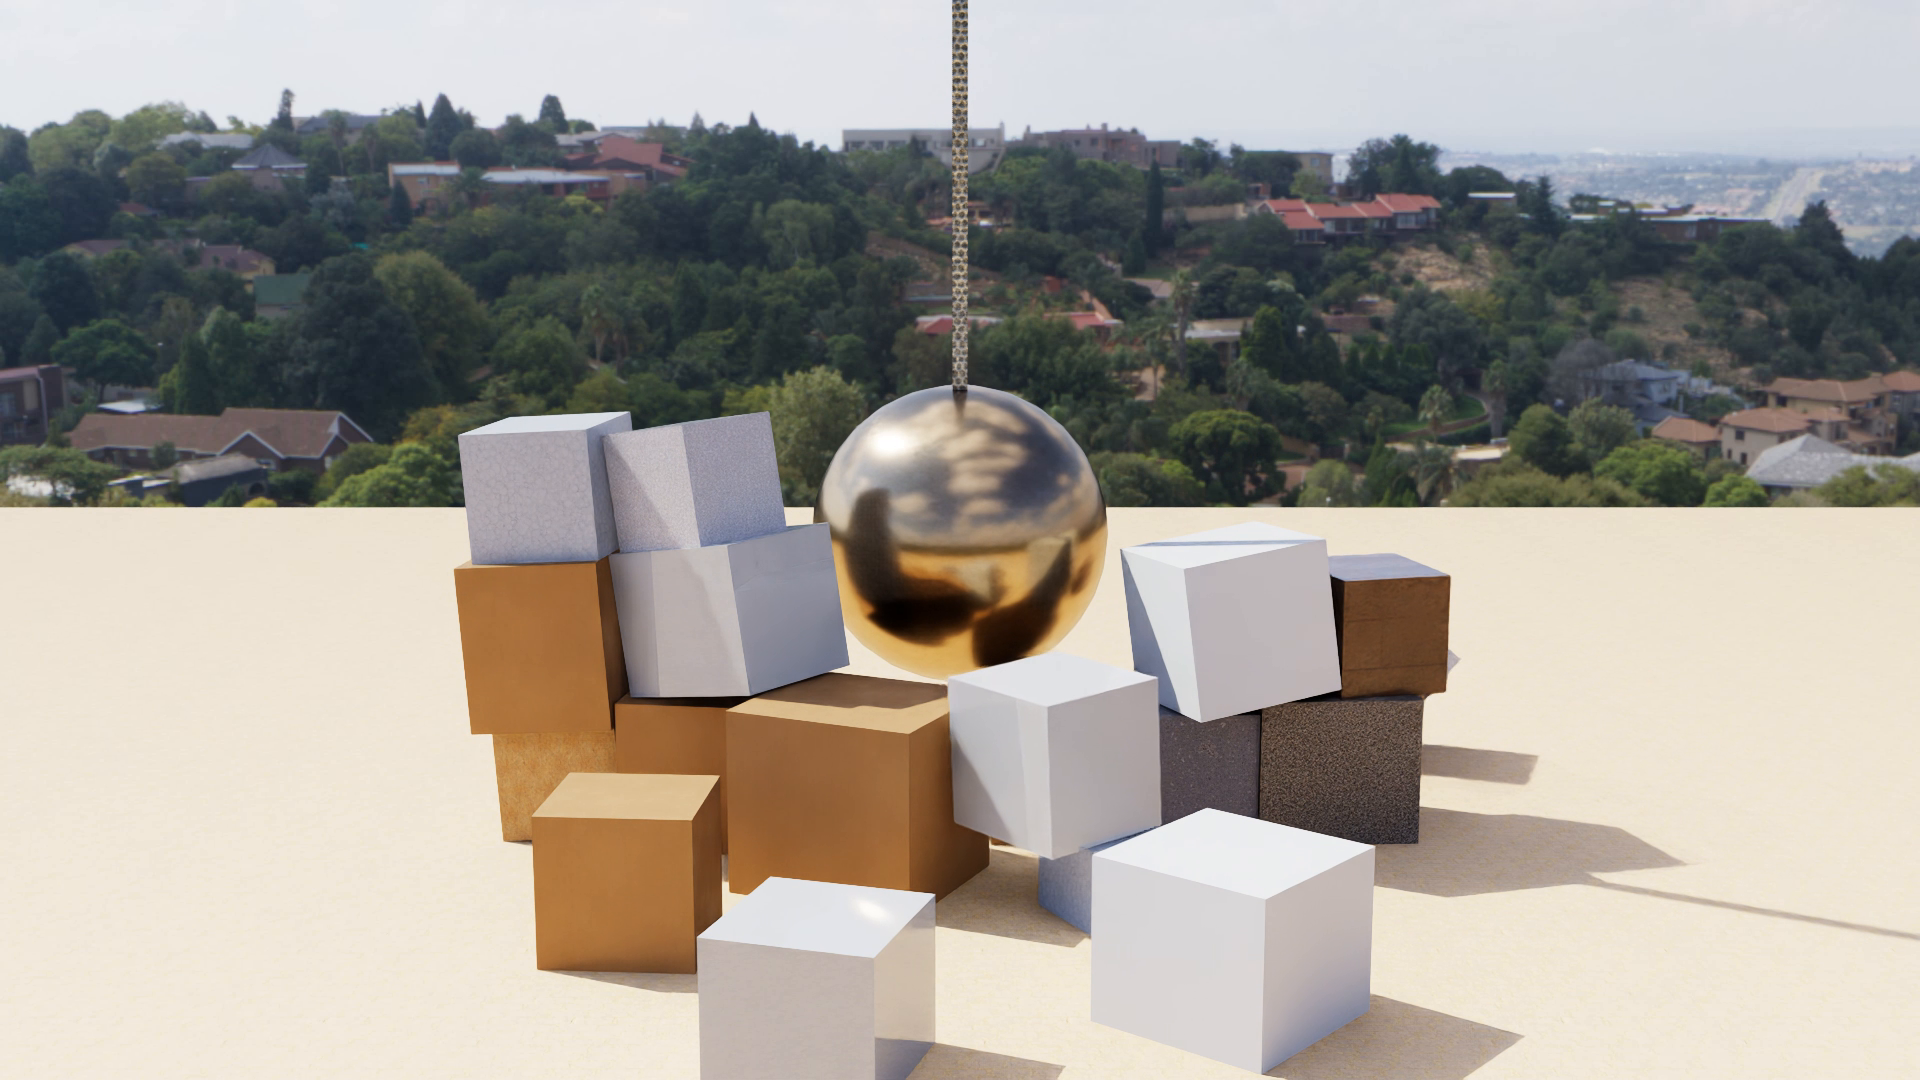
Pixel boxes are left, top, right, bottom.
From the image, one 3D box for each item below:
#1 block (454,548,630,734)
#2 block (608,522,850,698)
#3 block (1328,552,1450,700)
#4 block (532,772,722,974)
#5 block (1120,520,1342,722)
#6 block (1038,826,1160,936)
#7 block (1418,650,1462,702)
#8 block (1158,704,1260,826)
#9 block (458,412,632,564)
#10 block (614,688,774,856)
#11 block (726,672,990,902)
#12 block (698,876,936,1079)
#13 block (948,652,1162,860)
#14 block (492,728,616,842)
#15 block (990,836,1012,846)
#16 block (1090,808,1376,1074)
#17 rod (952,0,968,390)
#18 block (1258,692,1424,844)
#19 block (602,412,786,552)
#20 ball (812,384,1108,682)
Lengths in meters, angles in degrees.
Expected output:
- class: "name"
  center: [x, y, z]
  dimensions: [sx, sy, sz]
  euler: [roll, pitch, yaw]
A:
- class: "block"
  center: [-2.054, 0.465, 11.279]
  dimensions: [0.724, 0.845, 0.863]
  euler: [-2, 10, 8]
- class: "block"
  center: [-1.151, 0.350, 10.988]
  dimensions: [0.839, 0.726, 0.723]
  euler: [-4, 6, 39]
- class: "block"
  center: [2.103, 0.434, 11.324]
  dimensions: [0.579, 0.605, 0.640]
  euler: [-3, 11, -15]
- class: "block"
  center: [-1.447, 1.452, 9.665]
  dimensions: [0.687, 0.684, 0.660]
  euler: [1, 10, 4]
- class: "block"
  center: [1.363, 0.396, 11.136]
  dimensions: [0.785, 0.773, 0.741]
  euler: [-11, 11, -19]
- class: "block"
  center: [0.682, 1.521, 10.101]
  dimensions: [0.465, 0.393, 0.472]
  euler: [-6, 12, -28]
- class: "block"
  center: [2.397, 0.786, 12.691]
  dimensions: [0.613, 0.642, 0.663]
  euler: [40, 19, 13]
- class: "block"
  center: [1.158, 1.149, 11.368]
  dimensions: [0.655, 0.671, 0.673]
  euler: [-1, 10, -3]
- class: "block"
  center: [-2.061, -0.269, 11.128]
  dimensions: [0.661, 0.649, 0.677]
  euler: [-2, 10, 11]
- class: "block"
  center: [-1.260, 1.116, 11.319]
  dimensions: [0.784, 0.755, 0.863]
  euler: [1, 10, 8]
- class: "block"
  center: [-0.474, 1.196, 10.514]
  dimensions: [0.952, 0.886, 0.882]
  euler: [5, 11, 25]
- class: "block"
  center: [-0.532, 1.722, 8.386]
  dimensions: [0.691, 0.611, 0.712]
  euler: [3, 11, 17]
- class: "block"
  center: [0.433, 0.968, 10.075]
  dimensions: [0.655, 0.699, 0.706]
  euler: [-11, 14, -37]
- class: "block"
  center: [-2.010, 1.170, 11.390]
  dimensions: [0.621, 0.584, 0.625]
  euler: [-3, 10, 3]
- class: "block"
  center: [0.470, 1.122, 11.360]
  dimensions: [0.644, 0.728, 0.653]
  euler: [0, 10, -1]
- class: "block"
  center: [1.100, 1.589, 8.872]
  dimensions: [0.809, 0.700, 0.820]
  euler: [9, 13, 39]
- class: "rod"
  center: [0.000, -3.291, 10.883]
  dimensions: [0.080, 5.200, 0.080]
  euler: [0, 17, 0]
- class: "block"
  center: [1.893, 1.109, 11.386]
  dimensions: [0.813, 0.745, 0.719]
  euler: [-1, 10, -3]
- class: "block"
  center: [-1.320, -0.288, 10.937]
  dimensions: [0.604, 0.590, 0.580]
  euler: [-4, 7, 42]
- class: "ball"
  center: [0.000, -0.037, 11.867]
  dimensions: [1.600, 1.600, 1.600]
  euler: [0, 10, 0]
